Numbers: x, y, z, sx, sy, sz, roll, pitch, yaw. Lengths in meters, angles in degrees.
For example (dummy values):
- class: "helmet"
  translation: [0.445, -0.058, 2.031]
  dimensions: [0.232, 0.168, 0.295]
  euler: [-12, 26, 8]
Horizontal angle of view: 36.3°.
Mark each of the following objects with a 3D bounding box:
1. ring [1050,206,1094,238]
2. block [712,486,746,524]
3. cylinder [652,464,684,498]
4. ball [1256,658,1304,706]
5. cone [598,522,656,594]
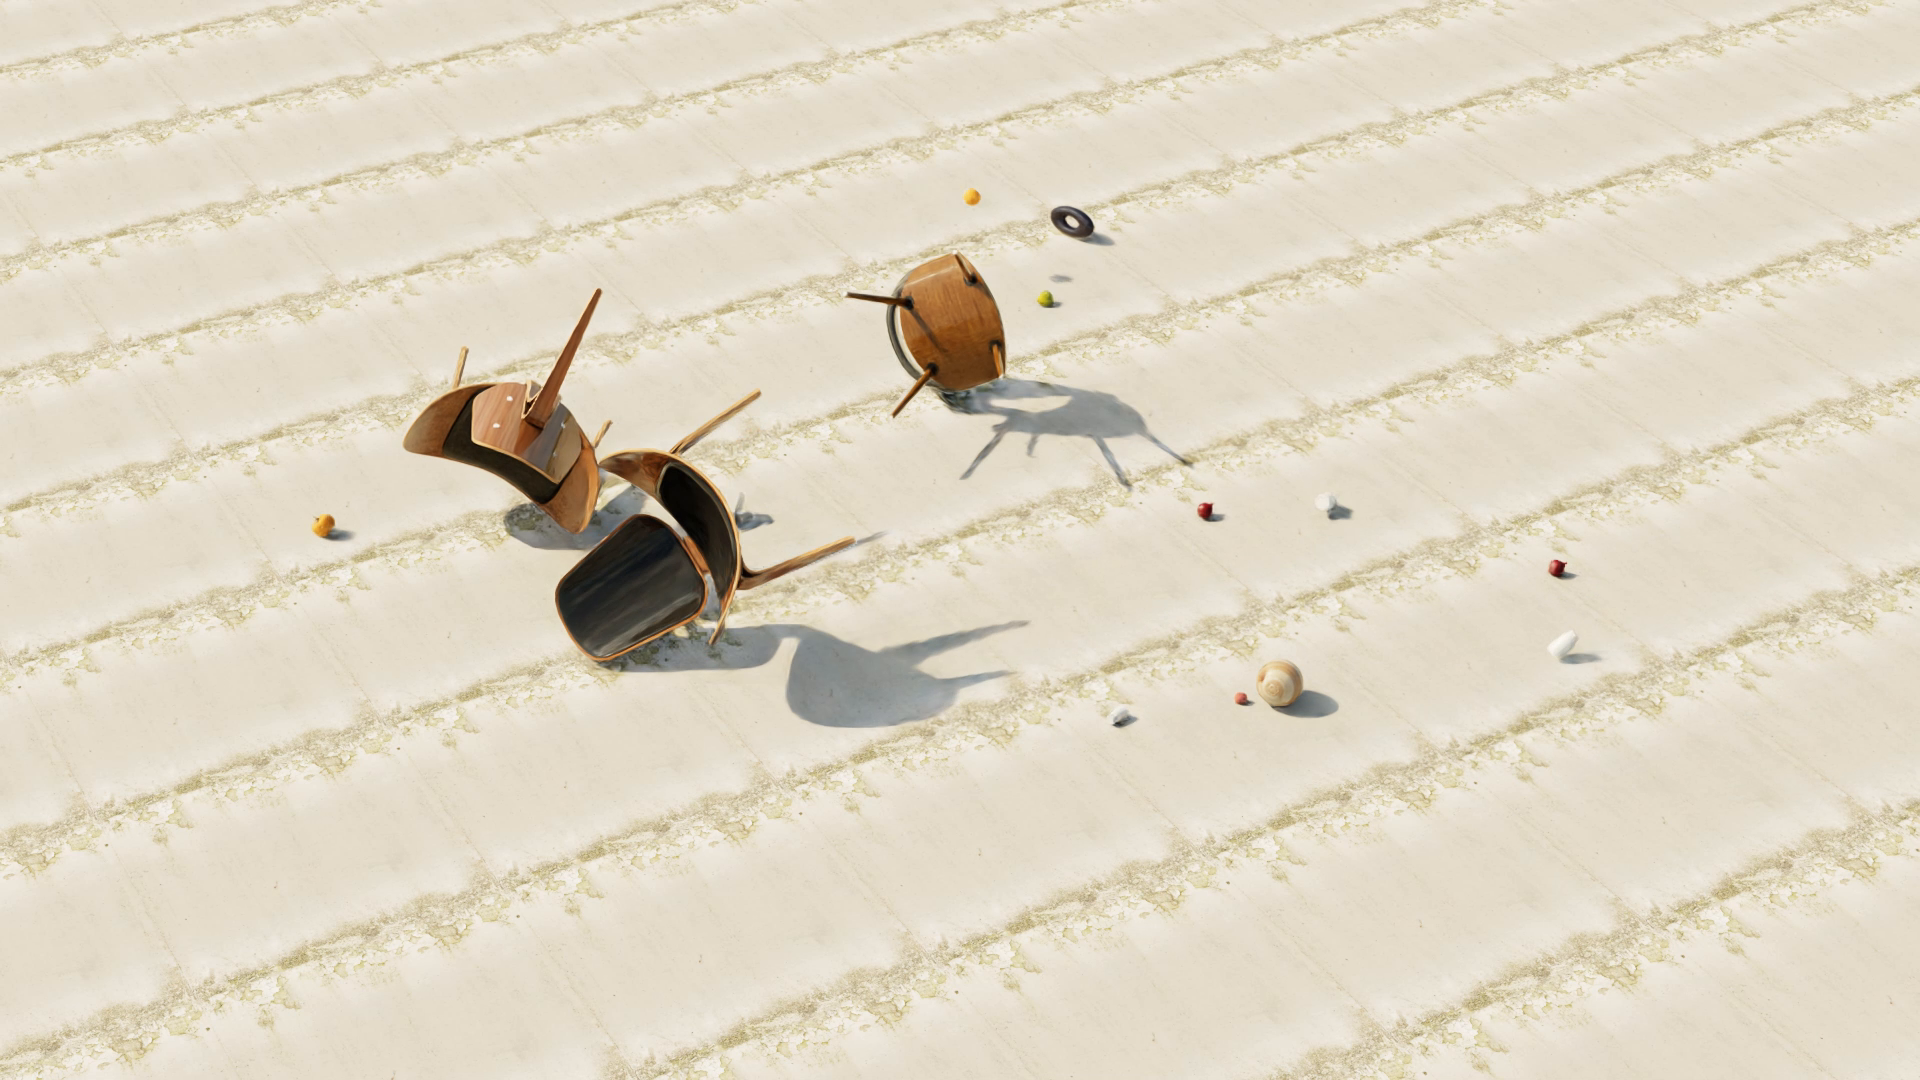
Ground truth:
- class: "ring"
  translation: [0.496, -1.406, 12.962]
  dimensions: [0.254, 0.132, 0.050]
  euler: [26, 29, 38]
- class: "block"
  translation: [-0.870, -0.130, 11.026]
  dimensions: [0.086, 0.067, 0.114]
  euler: [13, 78, 18]
- class: "cylinder"
  translation: [-1.118, -0.228, 11.210]
  dimensions: [0.065, 0.106, 0.125]
  euler: [-46, 38, 9]
- class: "ball"
  translation: [1.097, 0.489, 10.053]
  dimensions: [0.164, 0.164, 0.164]
  euler: [0, 33, 0]
- class: "cone"
  translation: [-1.184, 0.028, 10.646]
  dimensions: [0.206, 0.235, 0.250]
  euler: [-7, 38, -36]
